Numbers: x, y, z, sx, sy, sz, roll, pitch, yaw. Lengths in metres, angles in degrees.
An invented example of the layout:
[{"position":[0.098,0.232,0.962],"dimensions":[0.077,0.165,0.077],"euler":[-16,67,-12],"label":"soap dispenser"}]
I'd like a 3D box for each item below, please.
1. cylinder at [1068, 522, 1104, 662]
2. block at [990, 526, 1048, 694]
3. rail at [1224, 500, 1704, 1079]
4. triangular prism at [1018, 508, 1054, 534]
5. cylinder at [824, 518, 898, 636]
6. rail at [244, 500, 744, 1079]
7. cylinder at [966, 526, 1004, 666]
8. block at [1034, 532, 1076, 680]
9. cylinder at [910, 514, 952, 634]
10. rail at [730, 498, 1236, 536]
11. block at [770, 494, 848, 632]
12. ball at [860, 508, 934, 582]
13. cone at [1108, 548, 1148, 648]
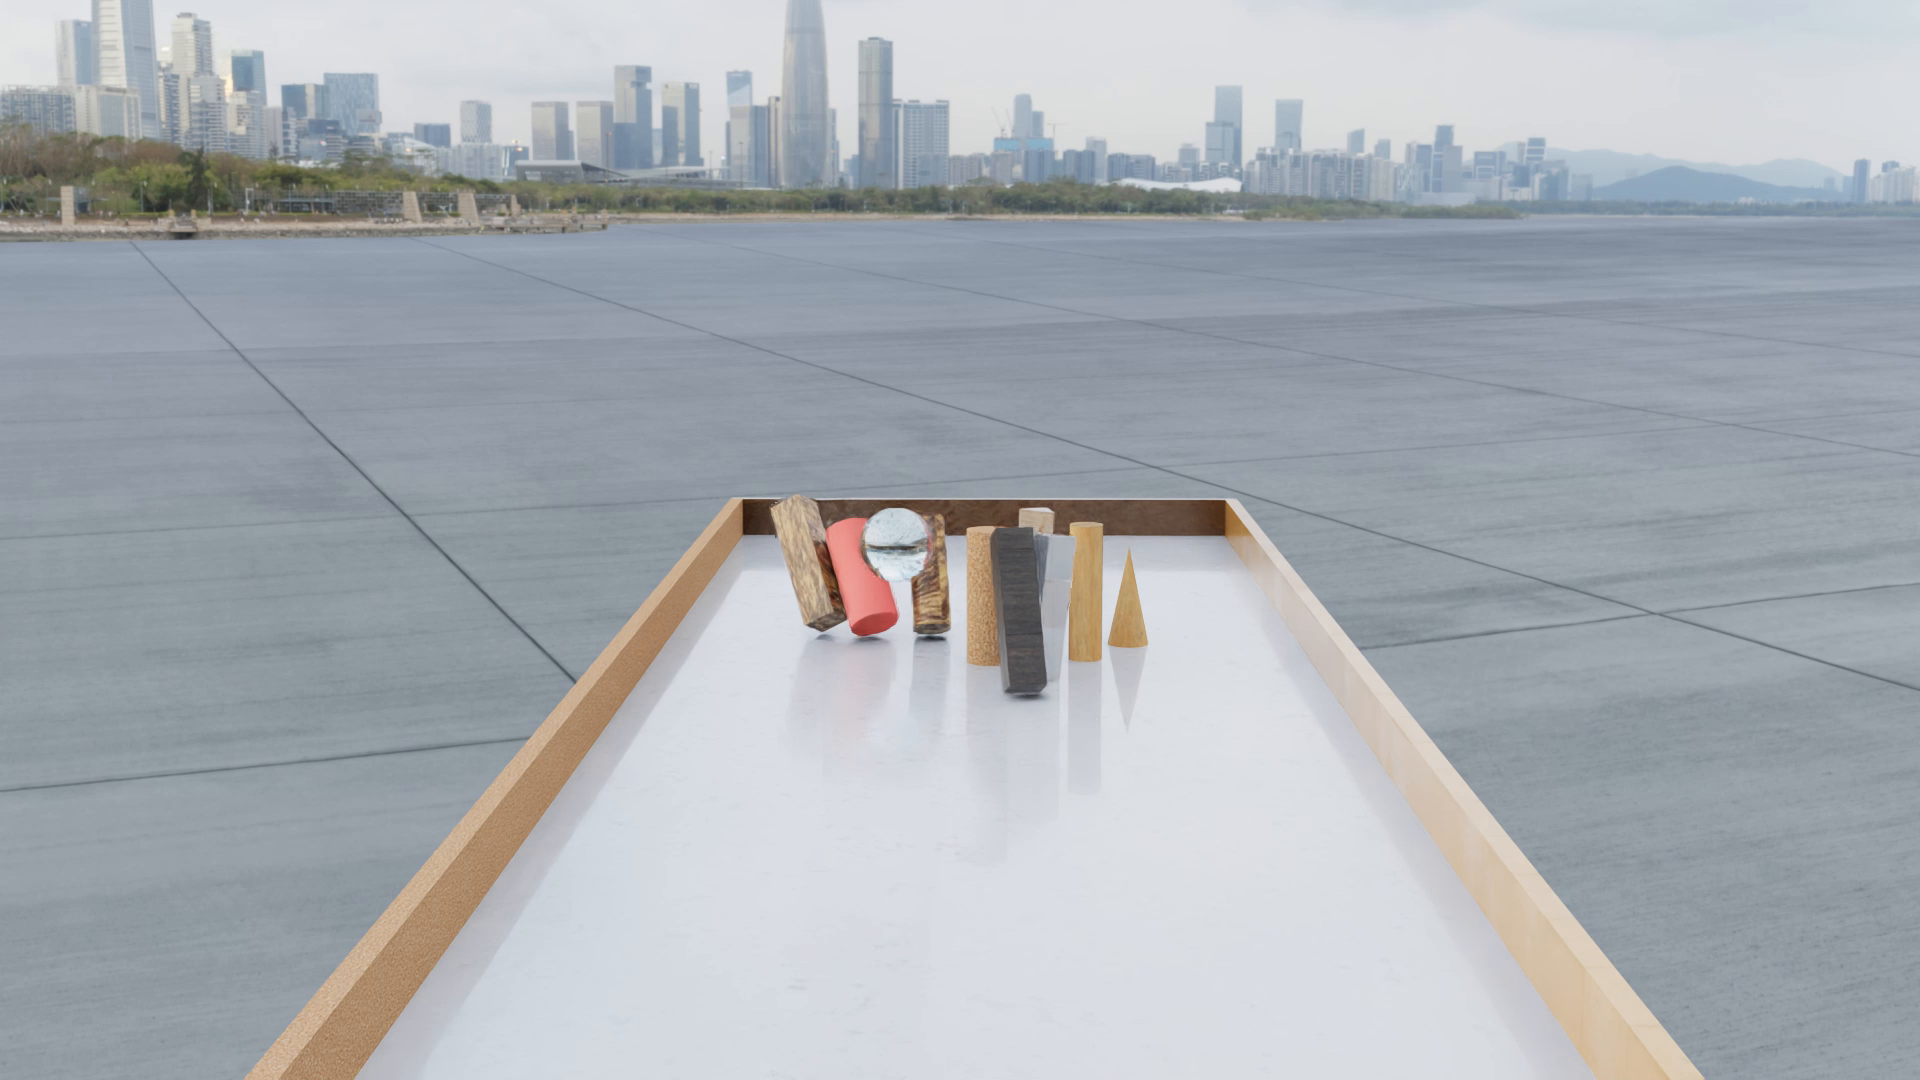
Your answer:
[{"position":[0.383,0.157,6.691],"dimensions":[0.102,0.415,0.102],"euler":[0,9,0],"label":"cylinder"},{"position":[0.166,0.200,6.267],"dimensions":[0.108,0.460,0.108],"euler":[-2,-16,-9],"label":"block"},{"position":[1.046,0.843,3.208],"dimensions":[0.050,0.150,12.000],"euler":[0,9,1],"label":"rail"},{"position":[0.245,0.109,6.981],"dimensions":[0.116,0.417,0.100],"euler":[7,9,20],"label":"triangular prism"},{"position":[-0.317,0.117,7.082],"dimensions":[0.159,0.347,0.159],"euler":[-14,-25,-7],"label":"cylinder"},{"position":[-1.004,0.839,3.234],"dimensions":[0.050,0.150,12.000],"euler":[0,9,1],"label":"rail"},{"position":[0.089,0.169,6.649],"dimensions":[0.138,0.405,0.138],"euler":[0,9,0],"label":"cylinder"},{"position":[0.234,0.192,6.419],"dimensions":[0.114,0.418,0.114],"euler":[9,4,44],"label":"block"},{"position":[-0.100,0.110,7.086],"dimensions":[0.123,0.372,0.123],"euler":[-4,-19,-1],"label":"cylinder"},{"position":[0.099,-0.098,9.147],"dimensions":[2.100,0.150,0.050],"euler":[0,9,1],"label":"rail"},{"position":[-0.486,0.074,7.140],"dimensions":[0.113,0.429,0.113],"euler":[-27,-24,20],"label":"block"},{"position":[-0.202,0.014,6.960],"dimensions":[0.236,0.236,0.236],"euler":[0,9,0],"label":"ball"},{"position":[0.531,0.174,6.923],"dimensions":[0.129,0.309,0.129],"euler":[0,9,0],"label":"cone"}]
